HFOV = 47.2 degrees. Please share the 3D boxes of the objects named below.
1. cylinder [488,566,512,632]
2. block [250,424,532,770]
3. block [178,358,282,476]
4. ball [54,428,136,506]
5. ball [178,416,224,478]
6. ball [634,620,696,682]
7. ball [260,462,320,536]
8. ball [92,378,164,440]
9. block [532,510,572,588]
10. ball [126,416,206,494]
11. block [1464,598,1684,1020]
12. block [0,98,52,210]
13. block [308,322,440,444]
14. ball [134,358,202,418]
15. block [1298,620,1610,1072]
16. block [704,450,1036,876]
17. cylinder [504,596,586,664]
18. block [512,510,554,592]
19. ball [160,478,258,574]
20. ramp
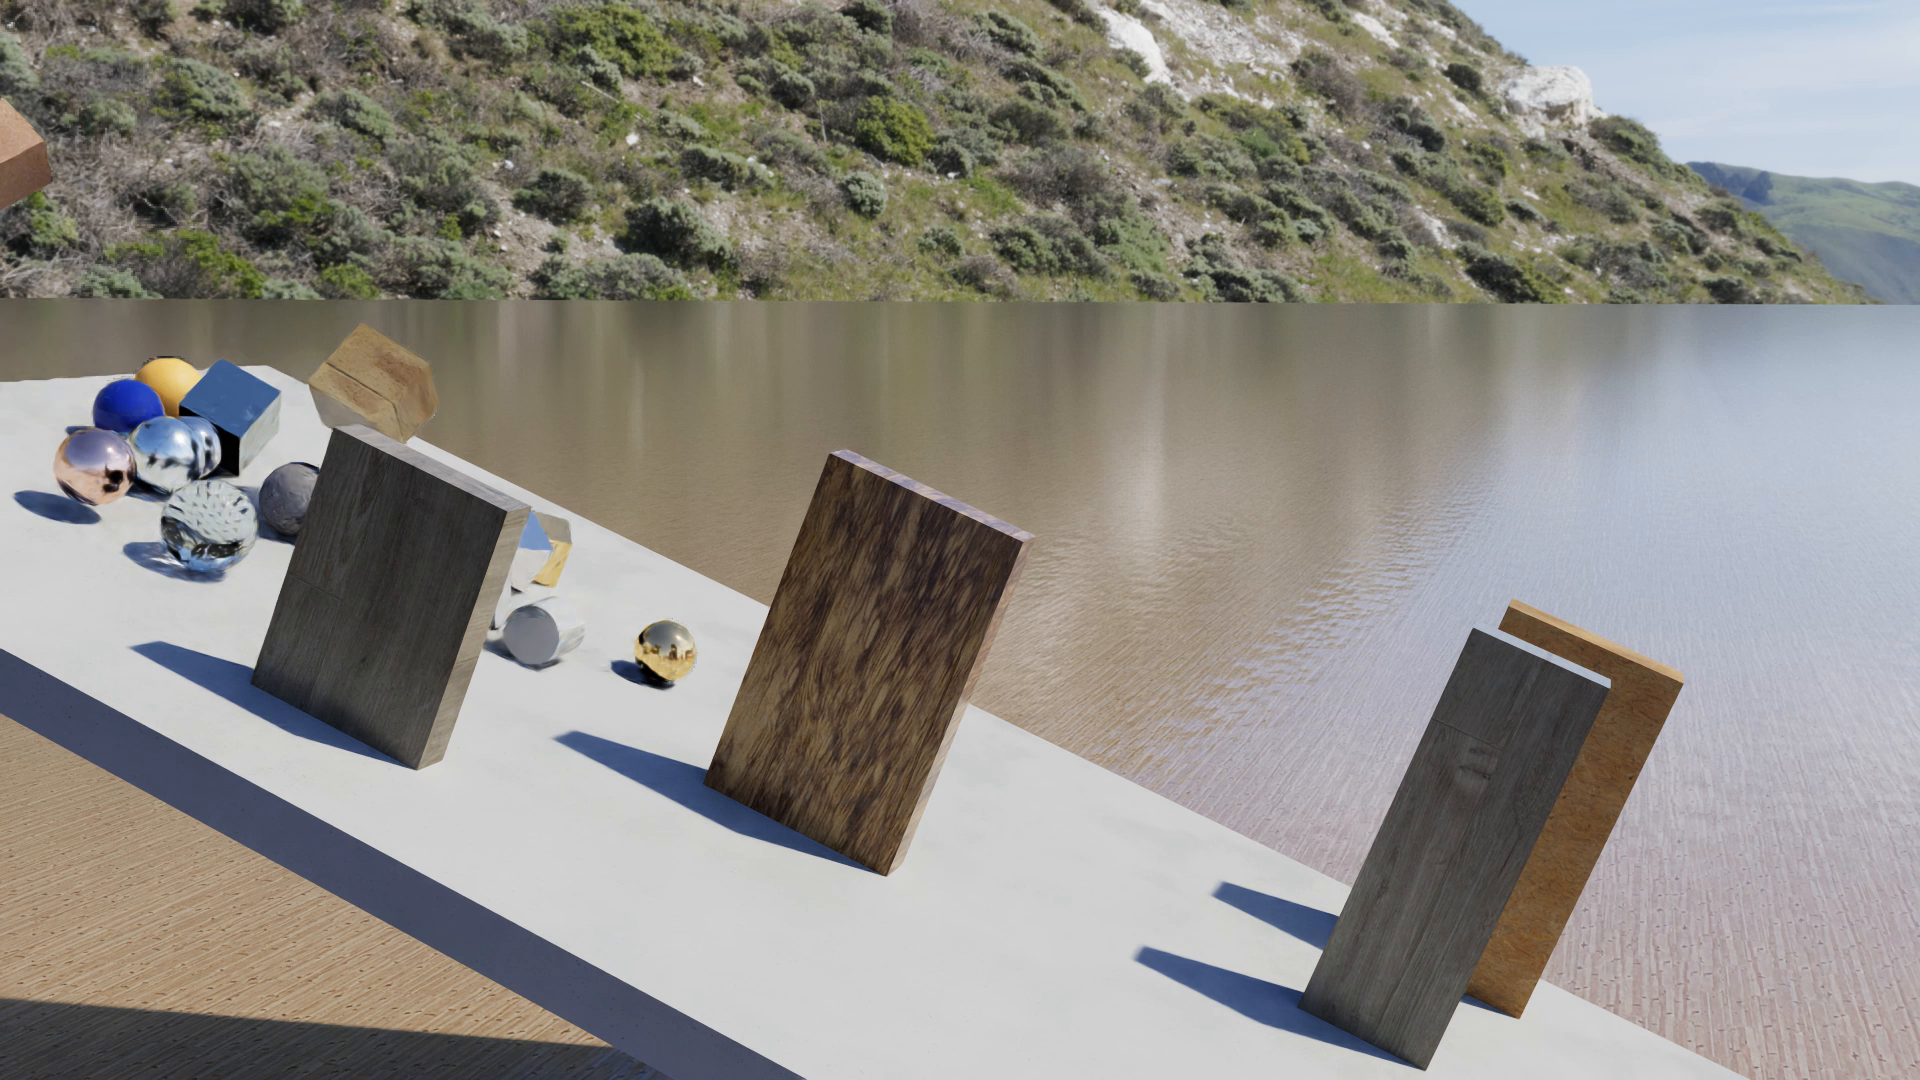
[{"bbox_3d":[-0.958,0.100,4.287,0.138,0.138,0.138,8,7,-1],"label":"cylinder"},{"bbox_3d":[-0.948,0.093,3.649,0.339,0.471,0.081,25,13,13],"label":"block"},{"bbox_3d":[-1.547,-0.260,4.657,0.147,0.147,0.147,29,-36,0],"label":"block"},{"bbox_3d":[-1.616,-0.137,4.110,0.145,0.145,0.145,0,7,0],"label":"ball"},{"bbox_3d":[-1.587,-0.191,4.531,0.132,0.132,0.132,0,7,0],"label":"ball"},{"bbox_3d":[-0.598,0.226,4.461,0.126,0.126,0.126,0,7,0],"label":"ball"},{"bbox_3d":[-1.338,-0.082,4.445,0.151,0.151,0.151,0,7,0],"label":"ball"},{"bbox_3d":[-1.730,-0.264,4.574,0.142,0.142,0.142,0,7,0],"label":"ball"},{"bbox_3d":[-0.920,0.016,4.781,0.113,0.113,0.113,16,23,-23],"label":"block"},{"bbox_3d":[-1.586,-0.169,4.385,0.156,0.156,0.156,0,7,0],"label":"ball"},{"bbox_3d":[1.143,0.551,4.523,0.367,0.774,0.122,25,13,13],"label":"block"},{"bbox_3d":[-1.959,-0.784,4.486,0.134,0.134,0.134,-40,-13,-30],"label":"block"},{"bbox_3d":[-1.203,-0.301,4.520,0.171,0.171,0.171,31,-25,10],"label":"block"},{"bbox_3d":[-1.721,-0.319,4.783,0.155,0.155,0.155,0,7,0],"label":"ball"},{"bbox_3d":[0.902,0.563,4.038,0.258,0.793,0.092,25,13,13],"label":"block"},{"bbox_3d":[-0.168,0.221,3.966,0.385,0.666,0.088,25,13,13],"label":"block"},{"bbox_3d":[-0.815,0.177,4.321,0.118,0.118,0.118,2,8,16],"label":"cylinder"},{"bbox_3d":[-0.961,0.017,4.625,0.129,0.129,0.129,6,42,-50],"label":"block"},{"bbox_3d":[-1.392,-0.026,4.078,0.175,0.175,0.175,0,7,0],"label":"ball"},{"bbox_3d":[-0.303,0.535,4.192,4.000,0.100,2.000,25,13,13],"label":"ramp"}]
